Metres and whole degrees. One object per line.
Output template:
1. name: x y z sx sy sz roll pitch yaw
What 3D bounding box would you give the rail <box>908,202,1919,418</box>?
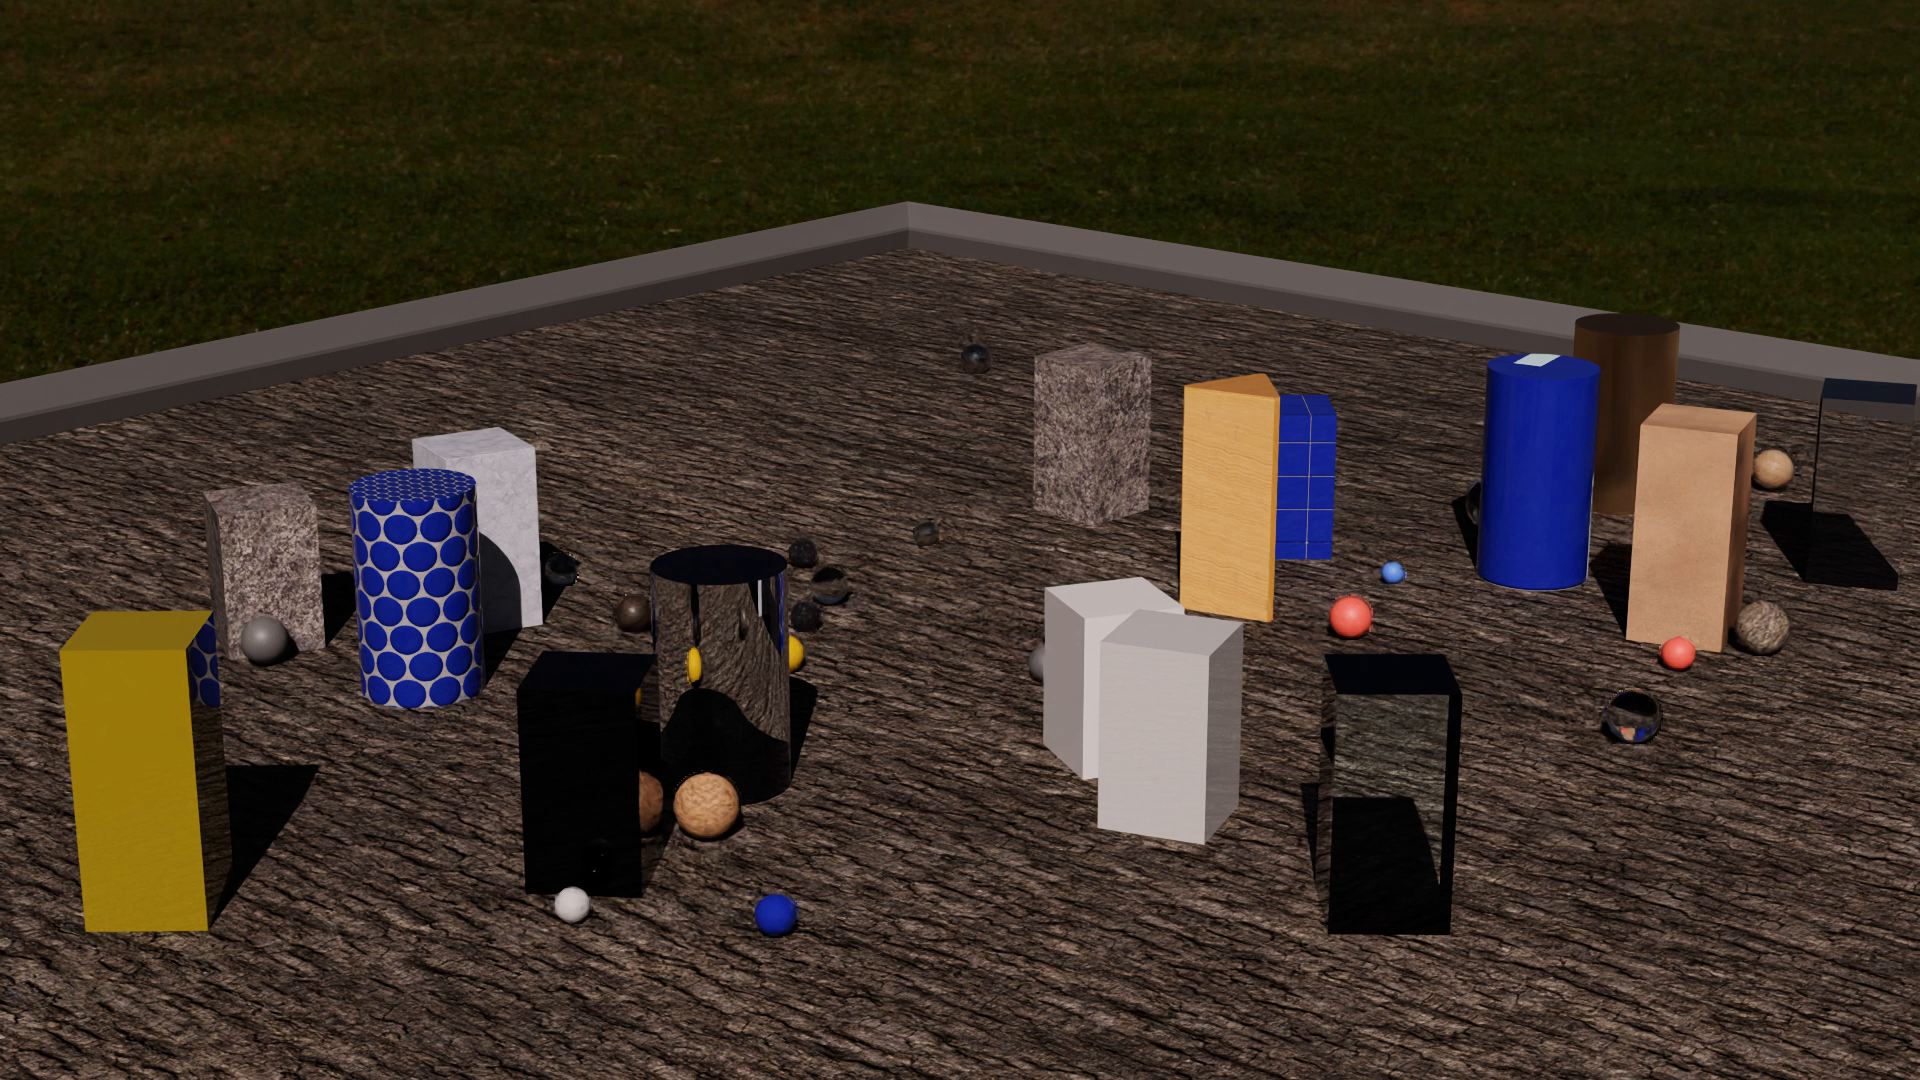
1. rail: 1.479 -0.460 6.751 4.344 0.127 0.045 14 22 39

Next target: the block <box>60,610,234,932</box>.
1. block: -1.049 0.298 3.797 0.157 0.383 0.157 0 17 -1

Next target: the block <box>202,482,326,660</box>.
1. block: -1.154 0.049 4.862 0.157 0.245 0.157 -7 18 -22

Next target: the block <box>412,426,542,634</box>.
1. block: -0.816 -0.014 4.958 0.157 0.311 0.157 -10 19 -29

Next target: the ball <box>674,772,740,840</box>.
1. ball: -0.351 0.369 4.068 0.092 0.092 0.092 0 17 0

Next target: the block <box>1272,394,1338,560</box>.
1. block: 0.598 -0.117 5.371 0.157 0.269 0.157 0 17 0

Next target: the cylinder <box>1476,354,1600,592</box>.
1. cylinder: 1.022 -0.121 5.190 0.196 0.382 0.196 0 17 0

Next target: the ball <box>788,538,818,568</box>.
1. ball: -0.283 0.023 5.281 0.053 0.053 0.053 0 17 0

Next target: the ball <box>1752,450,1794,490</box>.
1. ball: 1.599 -0.139 5.770 0.081 0.081 0.081 0 17 0

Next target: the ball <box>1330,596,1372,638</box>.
1. ball: 0.652 0.130 4.897 0.070 0.070 0.070 0 17 0

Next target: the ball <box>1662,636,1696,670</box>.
1. ball: 1.163 0.184 4.747 0.054 0.054 0.054 0 17 0

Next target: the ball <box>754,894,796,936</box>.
1. ball: -0.237 0.481 3.761 0.055 0.055 0.055 0 17 0

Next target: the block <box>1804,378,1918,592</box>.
1. block: 1.597 -0.100 5.197 0.157 0.337 0.157 6 18 18

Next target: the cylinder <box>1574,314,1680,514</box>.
1. cylinder: 1.275 -0.244 5.652 0.196 0.351 0.196 0 17 0

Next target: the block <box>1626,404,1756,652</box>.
1. block: 1.217 -0.022 4.881 0.157 0.371 0.157 8 18 24

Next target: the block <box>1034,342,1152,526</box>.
1. block: 0.252 -0.204 5.602 0.157 0.303 0.157 16 23 43

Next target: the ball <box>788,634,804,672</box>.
1. ball: -0.283 0.184 4.732 0.063 0.063 0.063 0 17 0

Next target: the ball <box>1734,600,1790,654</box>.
1. ball: 1.319 0.144 4.819 0.088 0.088 0.088 0 17 0

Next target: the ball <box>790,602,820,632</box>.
1. ball: -0.261 0.129 4.933 0.052 0.052 0.052 0 17 0

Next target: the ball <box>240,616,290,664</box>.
1. ball: -1.132 0.164 4.773 0.078 0.078 0.078 0 17 0

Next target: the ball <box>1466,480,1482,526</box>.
1. ball: 0.999 -0.067 5.502 0.098 0.098 0.098 0 17 0

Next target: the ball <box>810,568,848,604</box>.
1. ball: -0.226 0.079 5.075 0.065 0.065 0.065 0 17 0

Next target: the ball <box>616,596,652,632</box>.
1. ball: -0.548 0.124 4.933 0.061 0.061 0.061 0 17 0

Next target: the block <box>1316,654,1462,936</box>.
1. block: 0.552 0.328 3.795 0.157 0.327 0.157 0 17 1

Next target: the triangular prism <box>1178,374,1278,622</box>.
1. triangular prism: 0.487 -0.079 5.033 0.170 0.393 0.147 9 19 26

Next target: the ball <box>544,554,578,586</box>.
1. ball: -0.704 0.053 5.175 0.057 0.057 0.057 0 17 0

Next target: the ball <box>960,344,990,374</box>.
1. ball: 0.036 -0.413 6.703 0.068 0.068 0.068 0 17 0

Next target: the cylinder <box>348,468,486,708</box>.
1. cylinder: -0.855 0.074 4.625 0.196 0.334 0.196 0 17 0

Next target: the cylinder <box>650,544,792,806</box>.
1. cylinder: -0.344 0.194 4.231 0.196 0.332 0.196 0 17 0

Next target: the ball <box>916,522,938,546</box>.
1. ball: -0.061 -0.012 5.416 0.042 0.042 0.042 0 17 0

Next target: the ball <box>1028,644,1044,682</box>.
1. ball: 0.139 0.198 4.688 0.061 0.061 0.061 0 17 0

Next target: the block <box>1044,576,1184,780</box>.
1. block: 0.226 0.203 4.348 0.157 0.248 0.157 -6 18 -19

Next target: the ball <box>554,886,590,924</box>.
1. ball: -0.502 0.473 3.799 0.047 0.047 0.047 0 17 0

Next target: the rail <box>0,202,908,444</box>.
1. rail: -1.622 -0.375 6.469 0.045 0.127 4.558 14 22 39

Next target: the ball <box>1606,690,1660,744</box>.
1. ball: 1.017 0.267 4.426 0.080 0.080 0.080 0 17 0

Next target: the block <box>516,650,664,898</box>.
1. block: -0.492 0.312 3.918 0.157 0.287 0.157 1 17 5

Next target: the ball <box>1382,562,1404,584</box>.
1. ball: 0.766 0.058 5.187 0.041 0.041 0.041 0 17 0

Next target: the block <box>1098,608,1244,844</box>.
1. block: 0.296 0.260 4.112 0.157 0.276 0.157 7 18 22
